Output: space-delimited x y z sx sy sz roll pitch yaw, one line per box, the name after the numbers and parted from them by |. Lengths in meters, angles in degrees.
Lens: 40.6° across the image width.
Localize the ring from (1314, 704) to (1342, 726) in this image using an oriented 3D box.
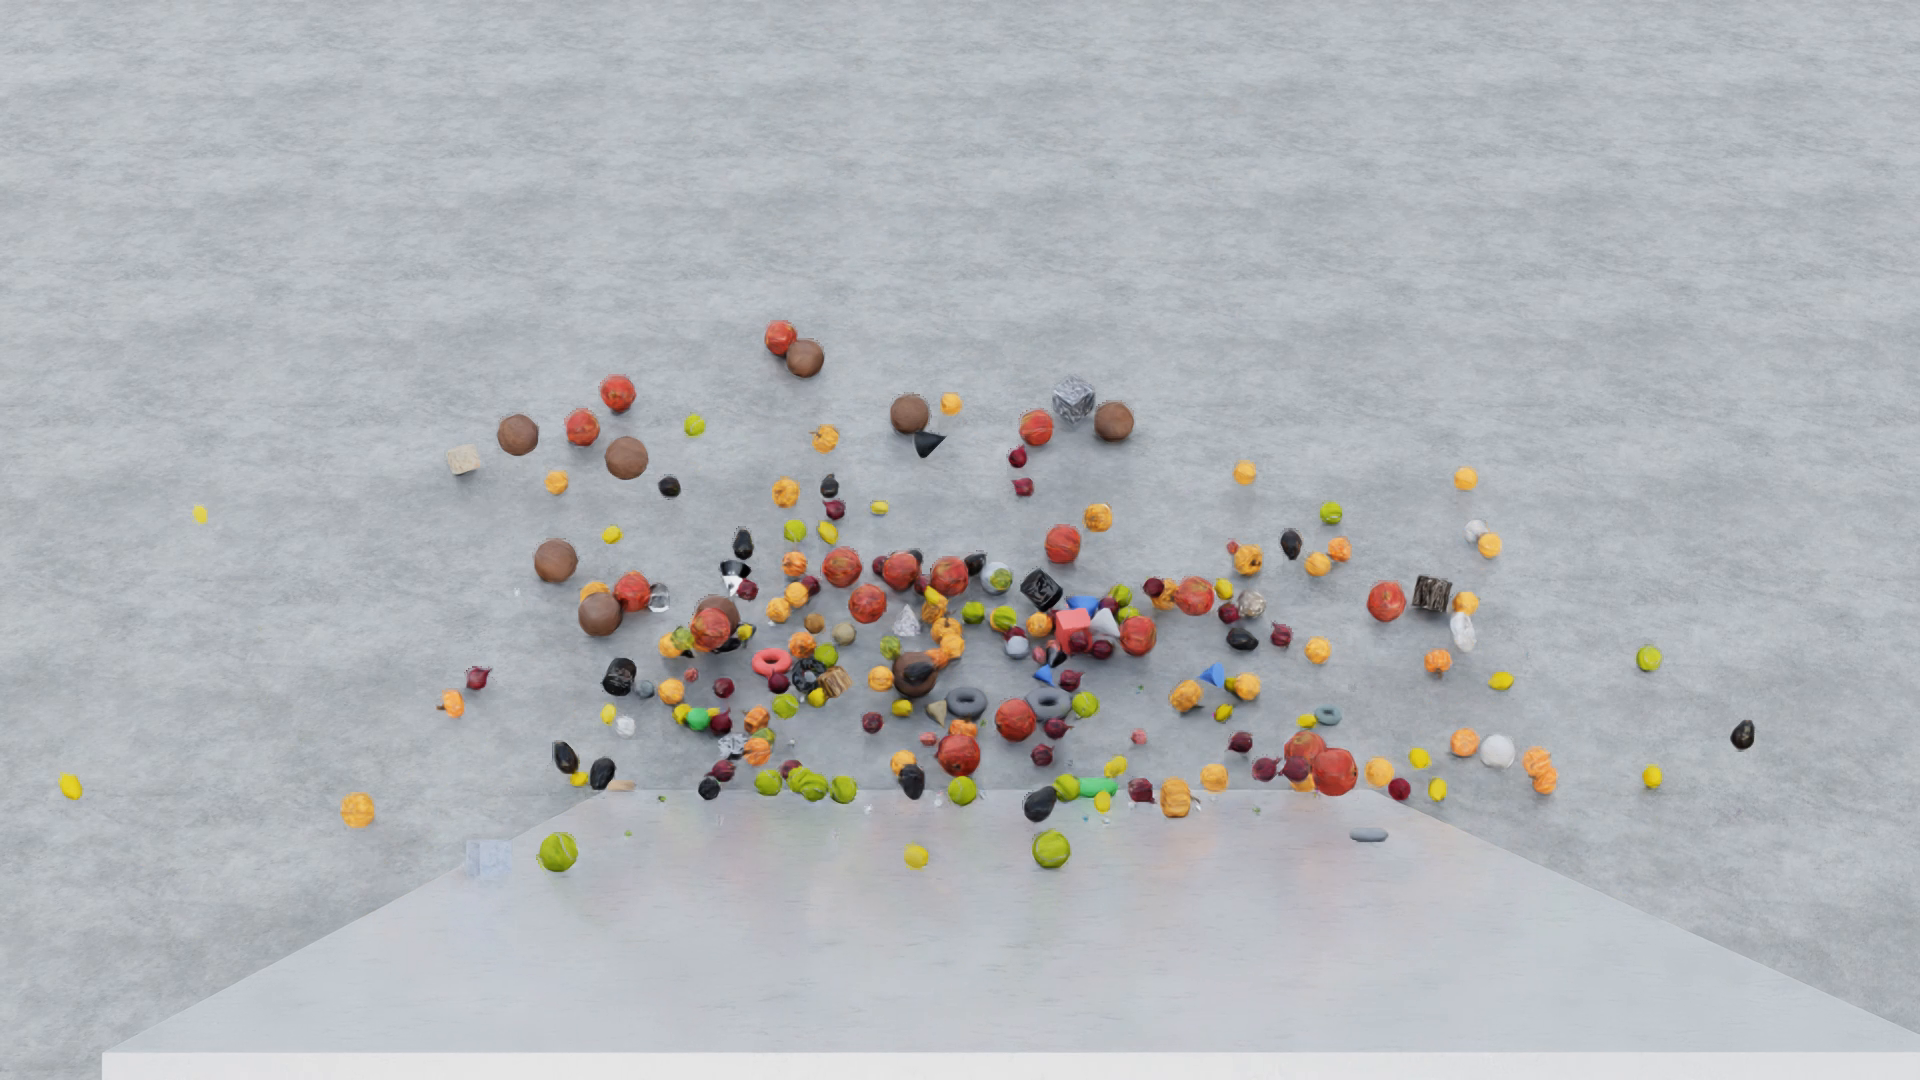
1.018 0.483 7.169 0.079 0.026 0.079 -1 33 0 | ring

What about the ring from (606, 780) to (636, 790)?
-0.885 0.640 6.776 0.077 0.026 0.077 -1 -2 0 | ring

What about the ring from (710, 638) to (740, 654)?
-0.670 0.302 7.410 0.087 0.029 0.087 -11 6 1 | ring

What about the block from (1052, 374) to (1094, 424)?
0.368 -0.455 8.422 0.096 0.096 0.096 -38 57 -22 | block

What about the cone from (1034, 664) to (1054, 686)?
0.247 0.390 7.307 0.057 0.057 0.057 -28 70 -35 | cone

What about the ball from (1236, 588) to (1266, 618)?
0.846 0.184 7.545 0.086 0.086 0.086 0 34 0 | ball

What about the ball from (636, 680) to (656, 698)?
-0.876 0.418 7.243 0.051 0.051 0.051 0 34 0 | ball

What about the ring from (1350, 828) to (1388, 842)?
0.838 0.603 5.311 0.077 0.026 0.077 0 0 0 | ring

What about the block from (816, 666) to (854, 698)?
-0.345 0.390 7.159 0.062 0.062 0.062 -40 15 -27 | block

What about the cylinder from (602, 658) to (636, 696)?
-0.952 0.384 7.269 0.078 0.078 0.078 4 34 6 | cylinder

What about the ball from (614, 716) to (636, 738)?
-0.916 0.512 7.099 0.056 0.056 0.056 0 34 0 | ball

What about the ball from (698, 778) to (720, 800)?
-0.622 0.618 6.439 0.052 0.052 0.052 0 34 0 | ball

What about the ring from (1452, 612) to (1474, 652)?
1.434 0.262 7.399 0.040 0.121 0.121 -15 27 27 | ring

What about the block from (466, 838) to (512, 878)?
-0.841 0.568 4.637 0.061 0.061 0.061 1 -2 -33 | block

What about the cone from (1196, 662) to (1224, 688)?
0.693 0.381 7.264 0.071 0.071 0.071 -8 26 33 | cone

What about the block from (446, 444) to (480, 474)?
-1.569 -0.256 8.202 0.071 0.071 0.071 -23 15 -30 | block

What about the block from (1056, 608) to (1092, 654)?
0.327 0.261 7.443 0.088 0.088 0.088 -7 35 -10 | block

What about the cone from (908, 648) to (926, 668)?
-0.123 0.325 7.379 0.052 0.052 0.052 0 34 0 | cone

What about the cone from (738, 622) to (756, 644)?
-0.616 0.275 7.479 0.054 0.054 0.054 4 61 7 | cone

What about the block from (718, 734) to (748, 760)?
-0.610 0.558 6.990 0.055 0.055 0.055 0 68 -33 | block

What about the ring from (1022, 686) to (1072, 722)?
0.243 0.455 7.191 0.139 0.046 0.139 -1 34 1 | ring

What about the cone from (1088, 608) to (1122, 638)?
0.428 0.254 7.367 0.089 0.089 0.089 -28 53 -35 | cone

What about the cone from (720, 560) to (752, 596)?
-0.672 0.126 7.682 0.096 0.096 0.096 4 61 6 | cone

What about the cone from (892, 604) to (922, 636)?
-0.152 0.219 7.506 0.087 0.087 0.087 0 34 0 | cone

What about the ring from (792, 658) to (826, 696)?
-0.419 0.382 7.252 0.109 0.036 0.109 10 66 -24 | ring

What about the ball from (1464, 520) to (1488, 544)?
1.565 -0.024 7.879 0.072 0.072 0.072 0 34 0 | ball

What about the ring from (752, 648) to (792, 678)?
-0.533 0.347 7.360 0.114 0.038 0.114 -1 34 1 | ring

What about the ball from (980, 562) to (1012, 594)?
0.106 0.112 7.656 0.096 0.096 0.096 0 34 0 | ball

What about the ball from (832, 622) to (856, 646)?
-0.332 0.269 7.448 0.068 0.068 0.068 0 34 0 | ball

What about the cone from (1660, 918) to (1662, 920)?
1.704 0.981 6.424 0.077 0.077 0.077 -14 26 29 | cone

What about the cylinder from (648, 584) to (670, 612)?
-0.883 0.170 7.603 0.059 0.059 0.059 0 34 0 | cylinder

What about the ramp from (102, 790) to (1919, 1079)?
0.075 0.653 4.794 2.000 0.100 4.000 0 -1 0 | ramp

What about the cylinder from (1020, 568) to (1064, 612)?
0.238 0.147 7.576 0.090 0.090 0.090 -40 20 18 | cylinder

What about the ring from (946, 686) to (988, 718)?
0.017 0.450 7.206 0.120 0.040 0.120 0 33 0 | ring

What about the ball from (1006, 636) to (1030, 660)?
0.164 0.306 7.393 0.068 0.068 0.068 0 34 0 | ball

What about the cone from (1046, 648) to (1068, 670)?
0.260 0.350 7.359 0.067 0.067 0.067 17 63 24 | cone

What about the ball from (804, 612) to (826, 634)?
-0.405 0.233 7.247 0.059 0.059 0.059 0 34 0 | ball

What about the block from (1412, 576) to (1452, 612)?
1.375 0.156 7.566 0.089 0.089 0.089 13 2 18 | block

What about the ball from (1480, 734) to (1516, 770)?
1.446 0.570 6.980 0.093 0.093 0.093 0 34 0 | ball

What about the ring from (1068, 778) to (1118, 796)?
0.336 0.627 6.575 0.128 0.043 0.128 1 0 0 | ring

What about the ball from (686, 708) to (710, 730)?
-0.716 0.489 7.103 0.063 0.063 0.063 0 34 0 | ball
